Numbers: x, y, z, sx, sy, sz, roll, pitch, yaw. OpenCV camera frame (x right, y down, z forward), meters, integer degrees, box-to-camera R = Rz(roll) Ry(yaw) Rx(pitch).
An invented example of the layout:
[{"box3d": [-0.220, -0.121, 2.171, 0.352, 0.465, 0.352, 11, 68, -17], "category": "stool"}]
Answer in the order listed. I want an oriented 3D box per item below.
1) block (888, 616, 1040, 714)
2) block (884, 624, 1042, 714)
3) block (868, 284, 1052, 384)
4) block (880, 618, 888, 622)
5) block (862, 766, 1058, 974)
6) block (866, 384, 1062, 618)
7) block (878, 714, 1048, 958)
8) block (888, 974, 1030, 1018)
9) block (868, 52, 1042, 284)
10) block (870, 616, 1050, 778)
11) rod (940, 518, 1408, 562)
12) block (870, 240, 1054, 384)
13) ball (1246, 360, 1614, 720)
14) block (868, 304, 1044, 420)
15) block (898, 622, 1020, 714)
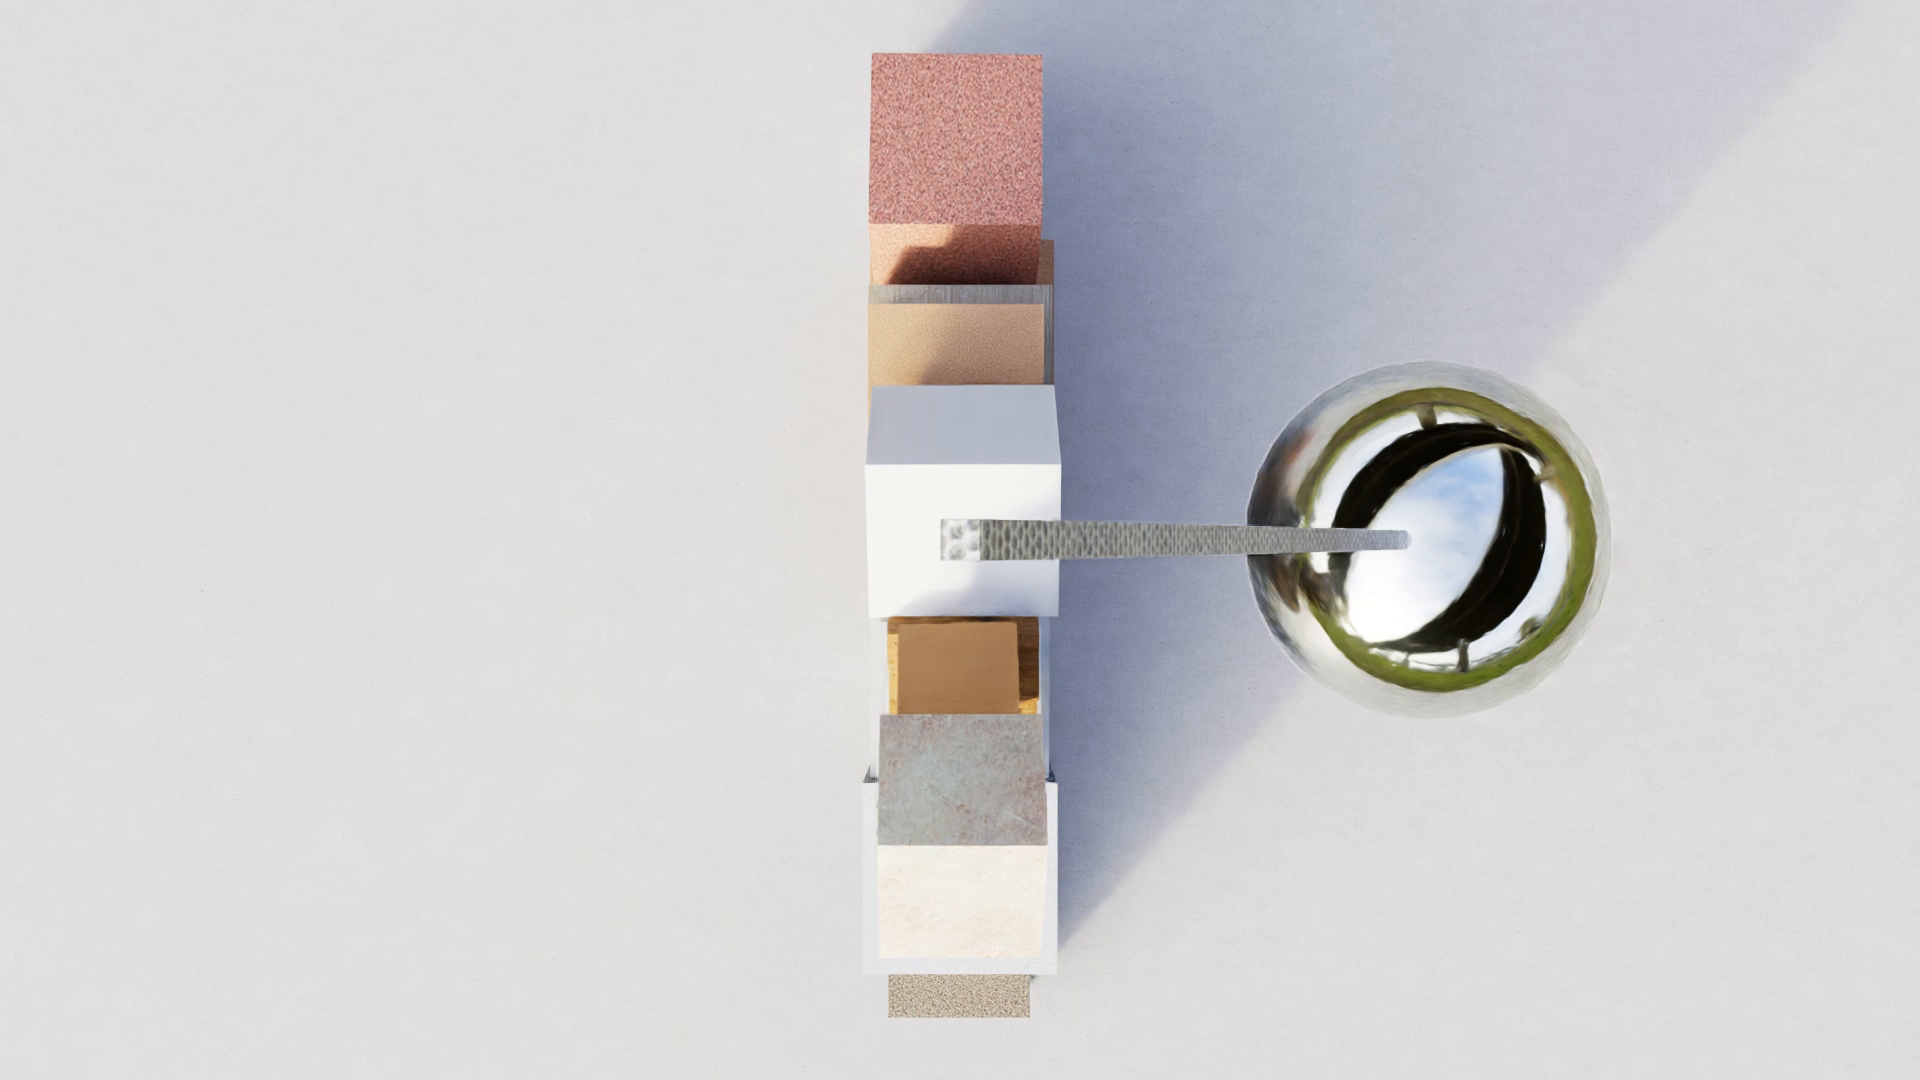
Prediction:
[{"box3d": [0.015, 0.567, 10.124, 0.664, 0.755, 0.756, 0, 118, 0], "category": "block"}, {"box3d": [0.013, 0.760, 10.967, 0.757, 0.664, 0.682, 0, 90, 0], "category": "block"}, {"box3d": [0.002, -0.855, 11.426, 0.921, 0.872, 0.841, 0, 90, 0], "category": "block"}, {"box3d": [-0.003, 0.021, 10.892, 0.756, 0.829, 0.763, 0, 89, 0], "category": "block"}, {"box3d": [-0.001, 1.715, 11.654, 0.989, 1.031, 0.968, 0, 90, 0], "category": "block"}, {"box3d": [0.015, -0.185, 9.929, 0.837, 0.823, 0.753, 0, 118, 0], "category": "block"}, {"box3d": [0.001, 1.214, 9.008, 0.663, 0.773, 0.658, 0, 46, -1], "category": "block"}, {"box3d": [-0.005, 2.266, 12.603, 0.786, 0.794, 0.770, 0, 90, 0], "category": "block"}, {"box3d": [-0.020, -1.867, 11.395, 0.853, 1.027, 0.914, 0, 76, 0], "category": "block"}, {"box3d": [-0.001, 0.799, 11.700, 0.920, 0.802, 0.847, 0, 90, 0], "category": "block"}, {"box3d": [0.899, 0.000, 6.597, 0.080, 5.200, 0.080, 0, 90, 20], "category": "rod"}, {"box3d": [0.011, -1.067, 12.431, 0.993, 1.138, 1.107, 0, 90, 0], "category": "block"}, {"box3d": [2.074, 0.000, 9.787, 1.600, 1.600, 1.600, 0, 90, 0], "category": "ball"}, {"box3d": [-0.020, -0.737, 10.644, 0.824, 0.693, 0.736, 0, 90, 0], "category": "block"}, {"box3d": [0.000, 0.746, 9.396, 0.506, 0.554, 0.554, -2, 46, 1], "category": "block"}]
